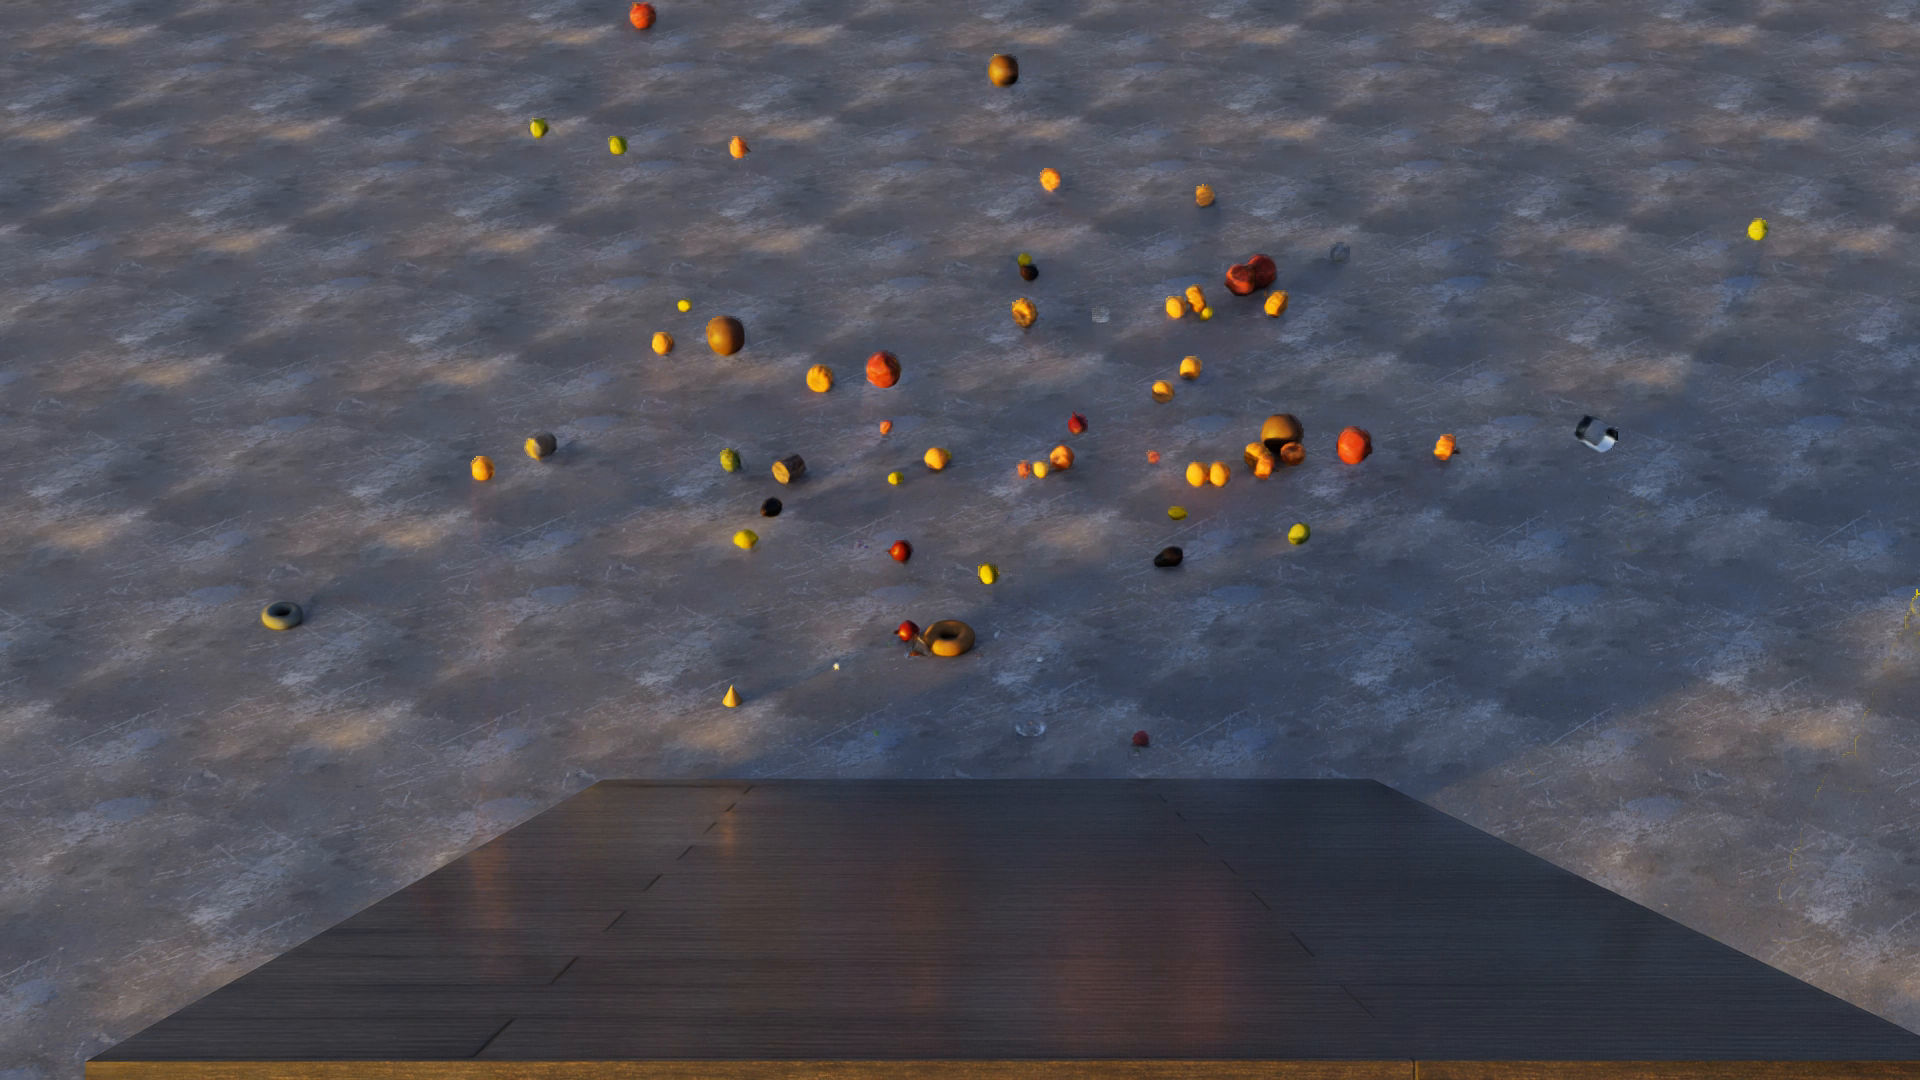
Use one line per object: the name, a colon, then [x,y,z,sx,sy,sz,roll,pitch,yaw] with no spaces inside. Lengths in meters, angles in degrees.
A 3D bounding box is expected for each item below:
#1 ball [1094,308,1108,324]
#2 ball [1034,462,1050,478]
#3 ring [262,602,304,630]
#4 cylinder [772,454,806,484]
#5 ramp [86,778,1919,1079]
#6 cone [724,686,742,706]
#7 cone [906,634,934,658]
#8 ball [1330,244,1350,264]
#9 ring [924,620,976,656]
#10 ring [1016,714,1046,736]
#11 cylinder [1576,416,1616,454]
ball: [0.491,-0.781,9.030,0.053,0.053,0.053,0,33,0]
ball: [0.257,-0.223,8.165,0.051,0.051,0.051,0,33,0]
ring: [-1.956,0.218,7.492,0.115,0.038,0.115,1,32,-1]
cylinder: [-0.537,-0.224,8.147,0.073,0.073,0.073,26,41,34]
ramp: [0.073,0.637,4.746,2.000,0.100,4.000,0,-1,0]
cone: [-0.629,0.423,7.159,0.054,0.054,0.054,0,33,0]
cone: [-0.106,0.314,7.348,0.072,0.072,0.072,23,30,-13]
ball: [1.380,-1.038,9.416,0.067,0.067,0.067,0,33,0]
ring: [-0.029,0.279,7.389,0.146,0.049,0.146,-1,33,1]
ring: [0.192,0.504,7.058,0.083,0.028,0.083,0,34,0]
cylinder: [2.037,-0.340,8.308,0.092,0.092,0.092,-20,38,-28]
